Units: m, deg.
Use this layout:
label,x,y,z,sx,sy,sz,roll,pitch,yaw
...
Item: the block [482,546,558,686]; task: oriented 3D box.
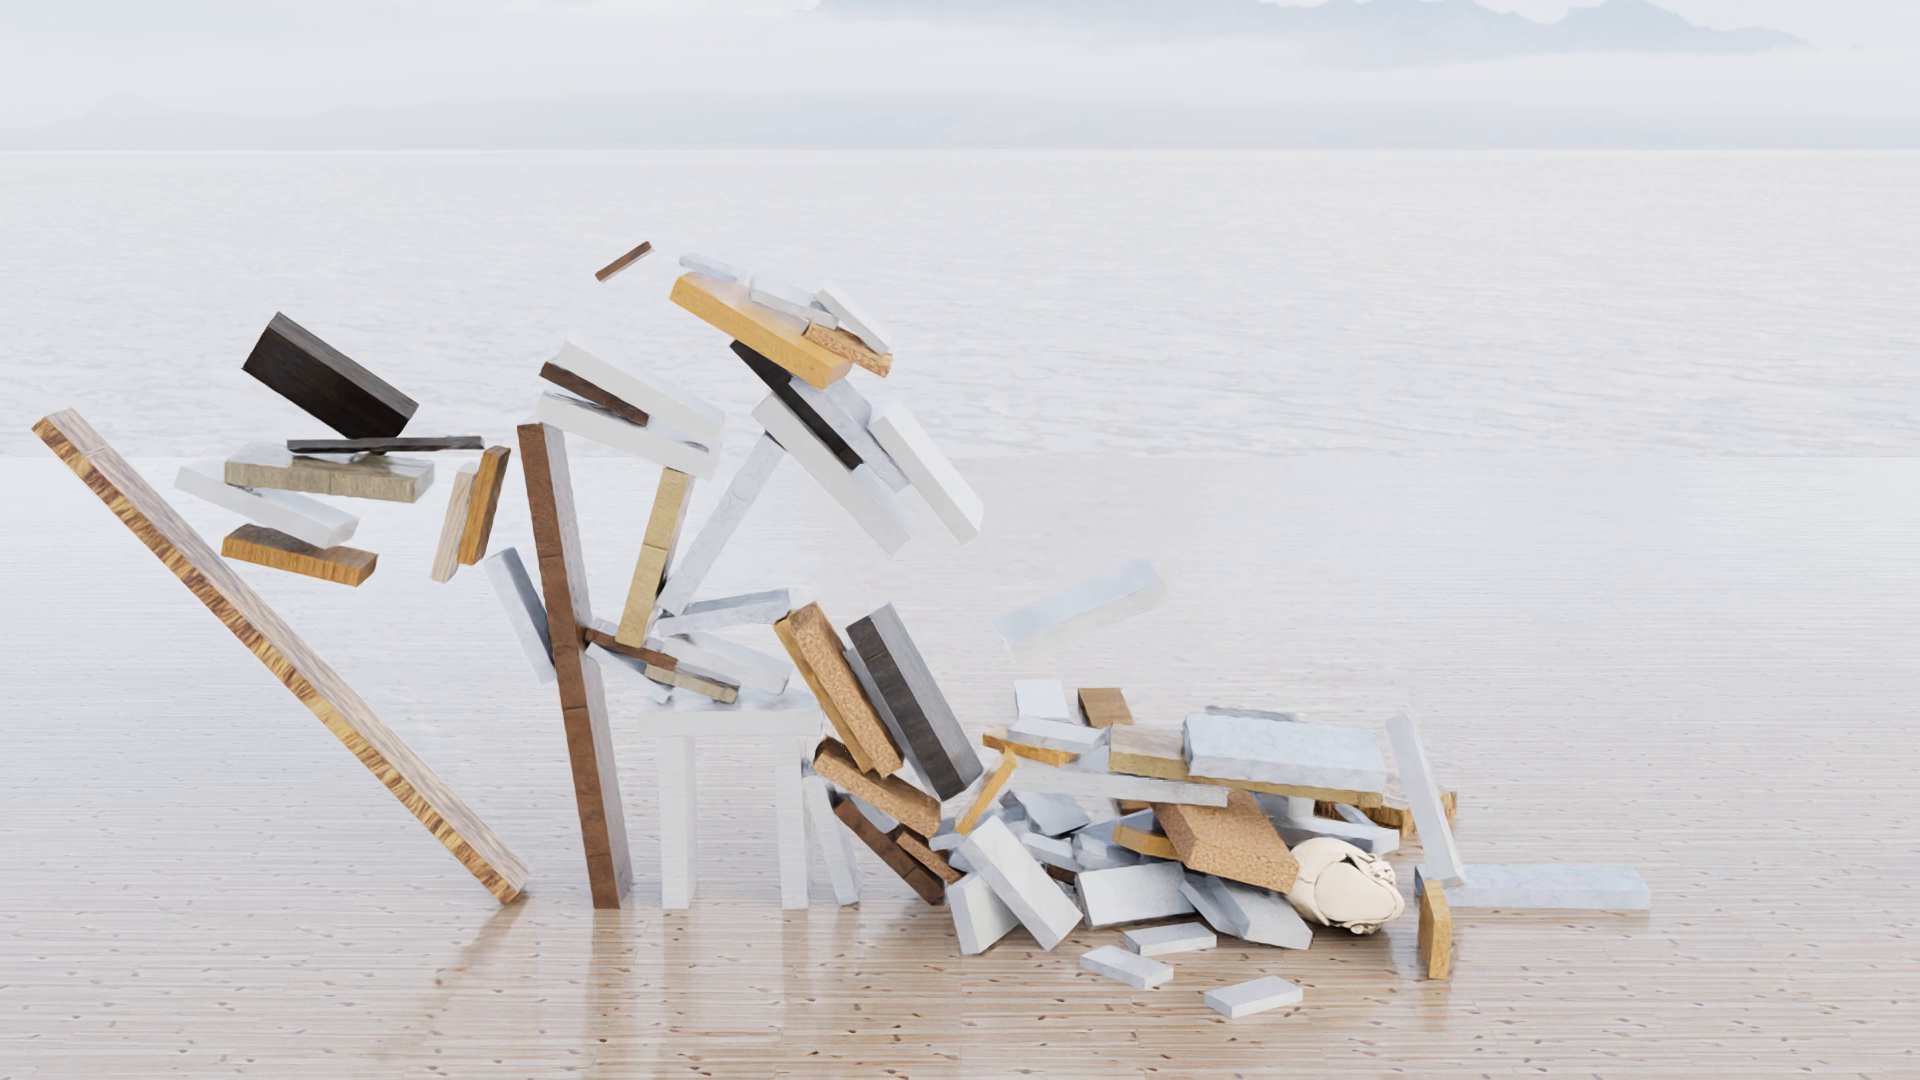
label,x,y,z,sx,sy,sz,roll,pitch,yaw
block,-0.705,0.122,3.586,0.031,0.220,0.110,-24,6,4

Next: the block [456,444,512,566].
label,x,y,z,sx,sy,sz,roll,pitch,yaw
block,-0.770,-0.057,3.558,0.026,0.185,0.093,15,9,-2

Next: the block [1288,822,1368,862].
label,x,y,z,sx,sy,sz,roll,pitch,yaw
block,0.595,0.534,3.881,0.230,0.033,0.115,0,11,-2

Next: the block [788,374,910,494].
label,x,y,z,sx,sy,sz,roll,pitch,yaw
block,-0.165,-0.189,3.508,0.035,0.245,0.122,-42,10,18

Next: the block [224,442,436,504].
label,x,y,z,sx,sy,sz,roll,pitch,yaw
block,-1.011,-0.109,3.537,0.301,0.037,0.131,6,17,-1

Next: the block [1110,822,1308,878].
label,x,y,z,sx,sy,sz,roll,pitch,yaw
block,0.415,0.521,3.650,0.315,0.031,0.109,14,-3,-24

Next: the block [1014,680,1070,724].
label,x,y,z,sx,sy,sz,roll,pitch,yaw
block,0.178,0.361,4.823,0.105,0.030,0.329,0,11,-1

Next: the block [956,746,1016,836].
label,x,y,z,sx,sy,sz,roll,pitch,yaw
block,0.042,0.411,3.599,0.021,0.146,0.073,34,10,-6

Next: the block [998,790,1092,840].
label,x,y,z,sx,sy,sz,roll,pitch,yaw
block,0.152,0.480,3.886,0.107,0.030,0.232,50,17,15

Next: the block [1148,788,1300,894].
label,x,y,z,sx,sy,sz,roll,pitch,yaw
block,0.415,0.454,3.679,0.178,0.050,0.457,16,12,-12

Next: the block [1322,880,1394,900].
label,x,y,z,sx,sy,sz,roll,pitch,yaw
block,0.658,0.582,3.665,0.117,0.017,0.058,0,11,-1

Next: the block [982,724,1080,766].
label,x,y,z,sx,sy,sz,roll,pitch,yaw
block,0.119,0.340,3.654,0.146,0.021,0.073,12,17,31

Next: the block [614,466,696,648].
label,x,y,z,sx,sy,sz,roll,pitch,yaw
block,-0.491,0.016,3.578,0.042,0.295,0.148,17,10,-2

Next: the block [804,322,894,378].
label,x,y,z,sx,sy,sz,roll,pitch,yaw
block,-0.175,-0.306,3.468,0.142,0.020,0.071,27,20,-9

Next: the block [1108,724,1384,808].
label,x,y,z,sx,sy,sz,roll,pitch,yaw
block,0.466,0.369,3.605,0.443,0.035,0.122,8,17,3

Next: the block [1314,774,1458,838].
label,x,y,z,sx,sy,sz,roll,pitch,yaw
block,0.734,0.476,4.142,0.178,0.050,0.356,-10,15,-44

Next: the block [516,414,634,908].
label,x,y,z,sx,sy,sz,roll,pitch,yaw
block,-0.626,0.196,3.597,0.042,0.803,0.148,-7,10,2

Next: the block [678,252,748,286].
label,x,y,z,sx,sy,sz,roll,pitch,yaw
block,-0.385,-0.424,3.428,0.097,0.014,0.049,21,21,9

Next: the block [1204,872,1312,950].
label,x,y,z,sx,sy,sz,roll,pitch,yaw
block,0.472,0.583,3.495,0.105,0.030,0.211,13,13,-15

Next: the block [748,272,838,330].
label,x,y,z,sx,sy,sz,roll,pitch,yaw
block,-0.261,-0.377,3.461,0.142,0.020,0.071,19,25,-16

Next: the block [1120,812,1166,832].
label,x,y,z,sx,sy,sz,roll,pitch,yaw
block,0.393,0.505,3.756,0.219,0.031,0.109,14,-20,-24

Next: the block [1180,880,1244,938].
label,x,y,z,sx,sy,sz,roll,pitch,yaw
block,0.406,0.587,3.498,0.065,0.018,0.130,23,11,-28

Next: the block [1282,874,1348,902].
label,x,y,z,sx,sy,sz,roll,pitch,yaw
block,0.575,0.573,3.628,0.117,0.017,0.059,-5,12,-18

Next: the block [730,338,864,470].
label,x,y,z,sx,sy,sz,roll,pitch,yaw
block,-0.251,-0.241,3.555,0.040,0.280,0.140,-42,11,14

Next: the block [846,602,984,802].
label,x,y,z,sx,sy,sz,roll,pitch,yaw
block,-0.072,0.261,3.587,0.045,0.320,0.160,-29,0,12

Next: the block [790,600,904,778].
label,x,y,z,sx,sy,sz,roll,pitch,yaw
block,-0.181,0.242,3.581,0.040,0.282,0.141,-30,11,5

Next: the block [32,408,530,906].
label,x,y,z,sx,sy,sz,roll,pitch,yaw
block,-1.095,0.193,3.591,0.031,1.065,0.110,-42,8,7

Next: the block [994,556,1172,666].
label,x,y,z,sx,sy,sz,roll,pitch,yaw
block,0.198,0.115,3.599,0.273,0.039,0.136,-22,18,-3

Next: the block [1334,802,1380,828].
label,x,y,z,sx,sy,sz,roll,pitch,yaw
block,0.722,0.508,3.922,0.058,0.016,0.116,26,10,-35

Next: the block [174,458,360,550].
label,x,y,z,sx,sy,sz,roll,pitch,yaw
block,-1.117,-0.060,3.550,0.261,0.037,0.131,22,8,1

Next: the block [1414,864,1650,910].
label,x,y,z,sx,sy,sz,roll,pitch,yaw
block,0.948,0.576,3.656,0.364,0.033,0.115,0,11,3

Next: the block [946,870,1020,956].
label,x,y,z,sx,sy,sz,roll,pitch,yaw
block,0.052,0.569,3.479,0.030,0.107,0.214,-13,4,28

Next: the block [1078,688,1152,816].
label,x,y,z,sx,sy,sz,roll,pitch,yaw
block,0.328,0.425,4.486,0.092,0.026,0.893,0,11,-2

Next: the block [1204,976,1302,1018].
label,x,y,z,sx,sy,sz,roll,pitch,yaw
block,0.428,0.666,3.208,0.130,0.018,0.065,-6,12,-30

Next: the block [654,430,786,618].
label,x,y,z,sx,sy,sz,roll,pitch,yaw
block,-0.381,-0.038,3.588,0.045,0.330,0.160,33,12,-6

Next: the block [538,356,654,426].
label,x,y,z,sx,sy,sz,roll,pitch,yaw
block,-0.577,-0.239,3.529,0.185,0.026,0.093,26,9,-4

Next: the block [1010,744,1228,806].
label,x,y,z,sx,sy,sz,roll,pitch,yaw
block,0.262,0.384,3.644,0.352,0.040,0.141,4,15,1

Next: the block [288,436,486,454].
label,x,y,z,sx,sy,sz,roll,pitch,yaw
block,-0.920,-0.153,3.532,0.305,0.014,0.049,-2,-7,-3

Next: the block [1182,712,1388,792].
label,x,y,z,sx,sy,sz,roll,pitch,yaw
block,0.524,0.344,3.568,0.313,0.039,0.136,6,24,-2

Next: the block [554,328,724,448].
label,x,y,z,sx,sy,sz,roll,pitch,yaw
block,-0.509,-0.243,3.512,0.280,0.040,0.140,29,9,-12

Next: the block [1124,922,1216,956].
label,x,y,z,sx,sy,sz,roll,pitch,yaw
block,0.328,0.624,3.436,0.130,0.018,0.065,-4,11,-20
